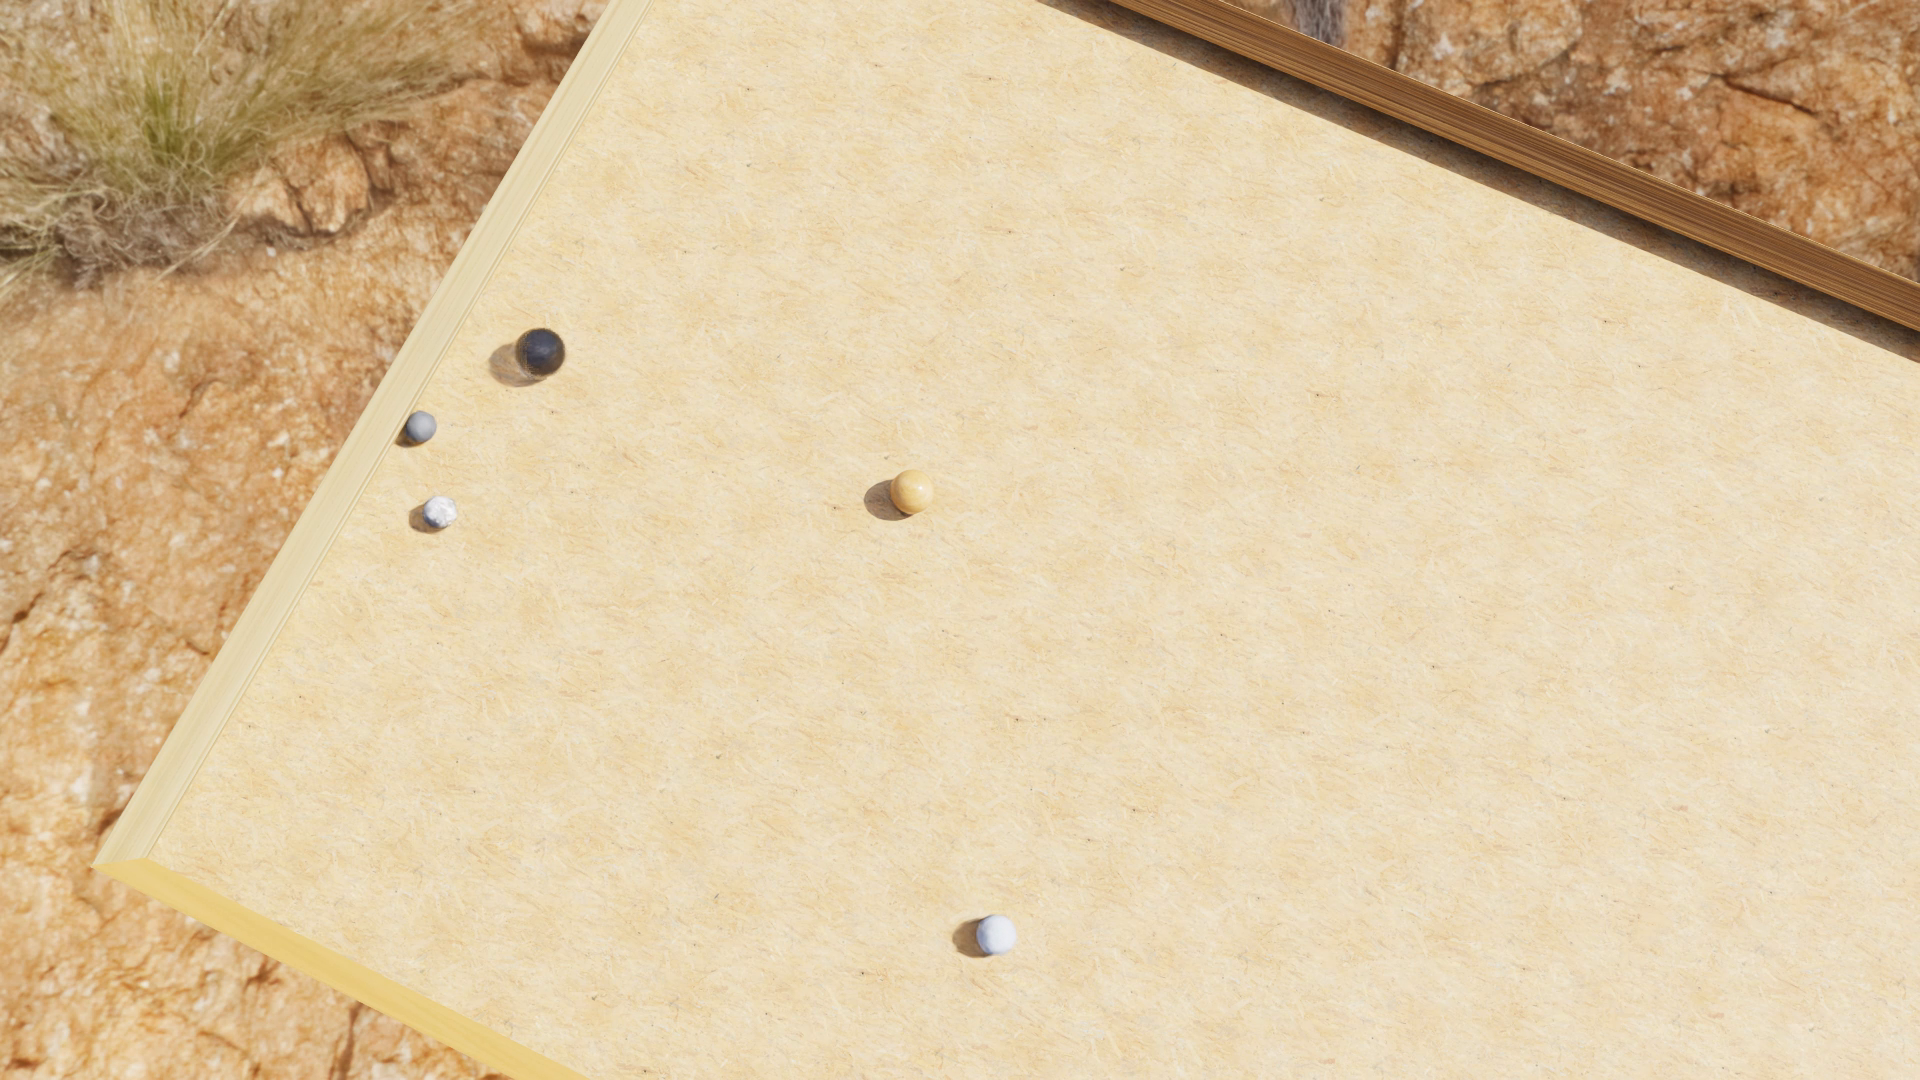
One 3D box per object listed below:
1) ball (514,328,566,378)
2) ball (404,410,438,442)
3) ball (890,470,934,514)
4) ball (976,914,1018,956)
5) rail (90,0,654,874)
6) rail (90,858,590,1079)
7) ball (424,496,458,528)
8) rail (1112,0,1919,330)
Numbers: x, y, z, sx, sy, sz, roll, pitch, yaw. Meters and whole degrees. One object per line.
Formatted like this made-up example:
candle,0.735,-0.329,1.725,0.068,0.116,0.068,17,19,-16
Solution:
ball,-0.669,-0.298,3.499,0.082,0.082,0.082,0,72,0
ball,-0.852,-0.179,3.477,0.050,0.050,0.050,0,72,0
ball,-0.074,-0.076,3.432,0.070,0.070,0.070,0,72,0
ball,0.054,0.578,3.221,0.059,0.059,0.059,0,72,0
rail,-0.804,-0.368,3.509,0.045,0.106,2.019,24,73,8
rail,0.404,1.209,2.986,3.651,0.106,0.045,24,73,8
ball,-0.810,-0.043,3.431,0.052,0.052,0.052,0,72,0
rail,1.247,-0.482,3.547,3.651,0.106,0.045,24,73,8
